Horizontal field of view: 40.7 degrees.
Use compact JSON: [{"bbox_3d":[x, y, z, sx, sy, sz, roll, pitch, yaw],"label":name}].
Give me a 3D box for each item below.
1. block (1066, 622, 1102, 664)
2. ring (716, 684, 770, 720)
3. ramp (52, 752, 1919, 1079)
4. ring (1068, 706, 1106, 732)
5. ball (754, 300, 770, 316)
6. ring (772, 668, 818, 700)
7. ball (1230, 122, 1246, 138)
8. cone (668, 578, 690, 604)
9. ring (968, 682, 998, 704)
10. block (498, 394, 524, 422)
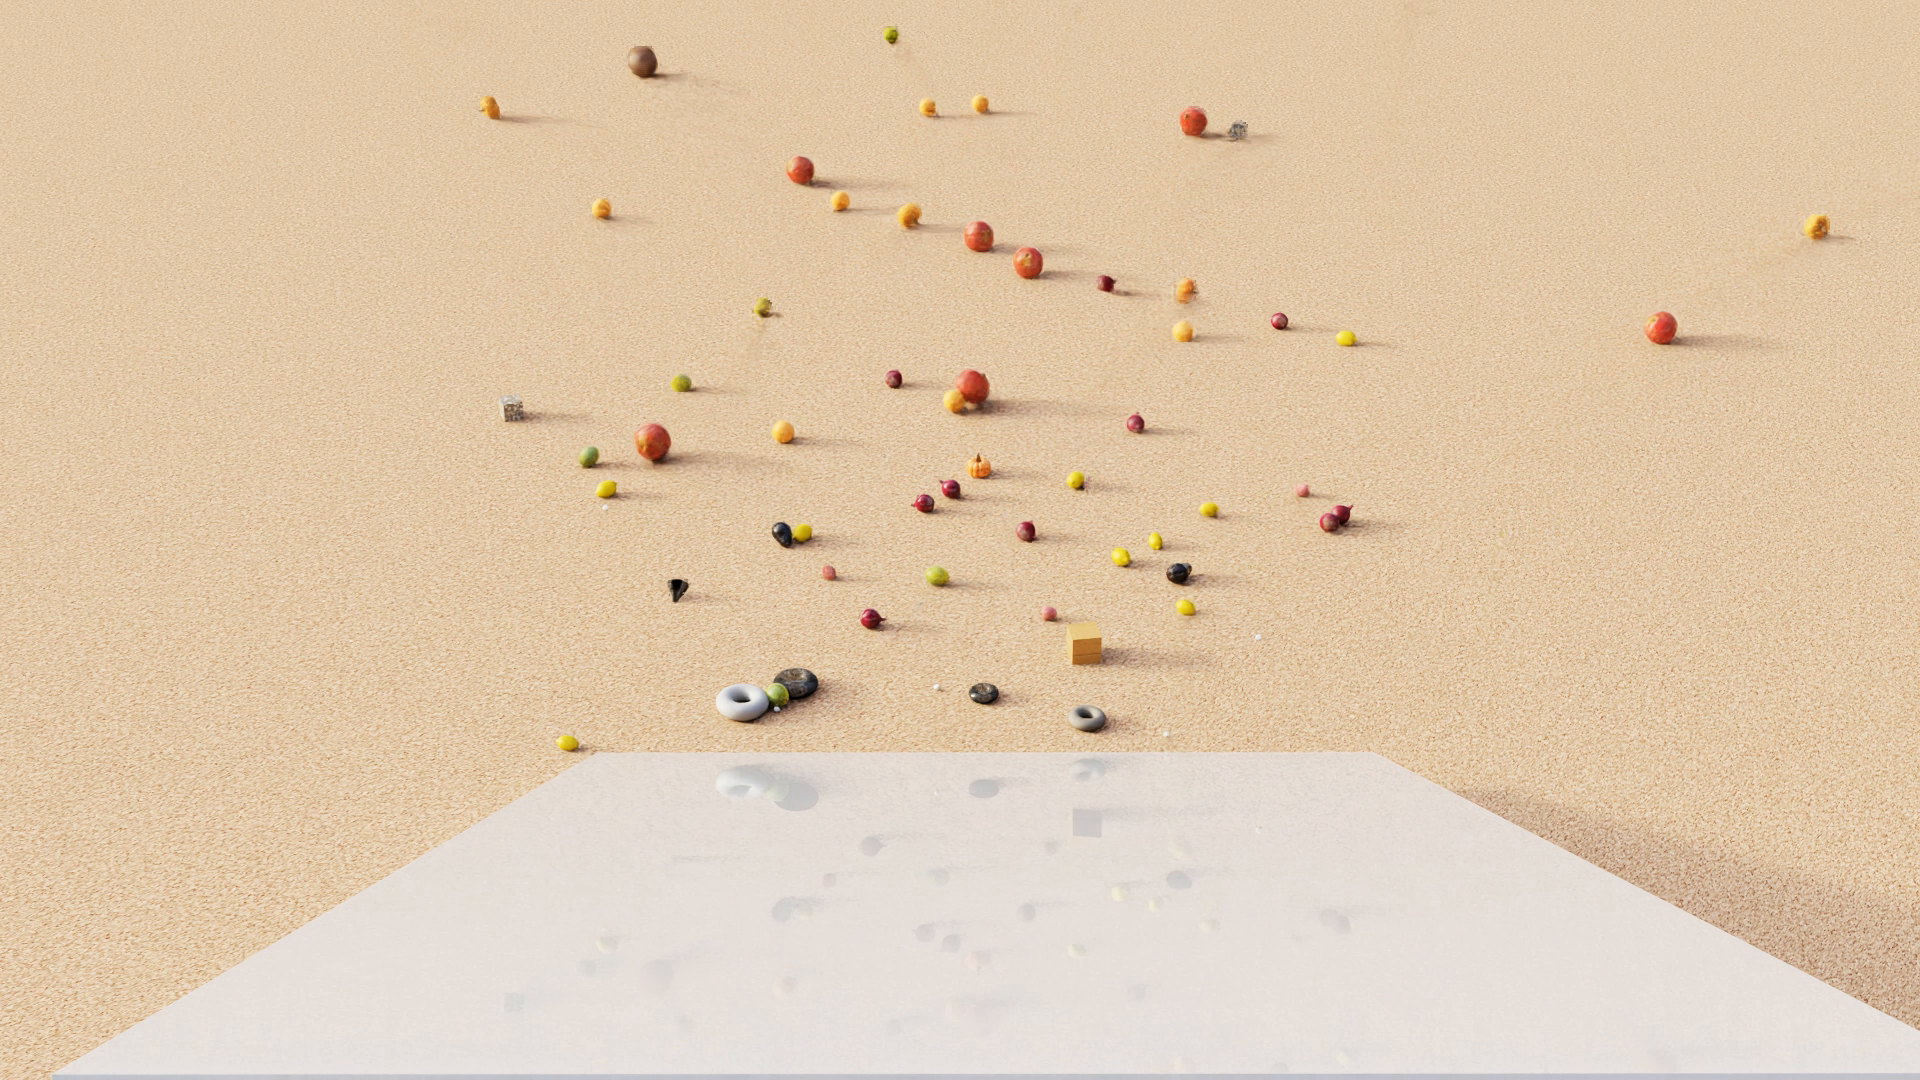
[{"bbox_3d":[0.344,0.288,7.196,0.082,0.082,0.082,-5,30,-9],"label":"block"},{"bbox_3d":[-0.586,0.437,6.971,0.144,0.048,0.144,1,30,-1],"label":"ring"},{"bbox_3d":[0.067,0.597,4.654,2.000,0.100,4.000,0,0,0],"label":"ramp"},{"bbox_3d":[0.339,0.476,6.917,0.101,0.034,0.101,1,29,-1],"label":"ring"},{"bbox_3d":[-0.698,-0.819,9.142,0.059,0.059,0.059,0,30,0],"label":"ball"},{"bbox_3d":[-0.449,0.391,7.057,0.125,0.042,0.125,-1,31,0],"label":"ring"},{"bbox_3d":[1.143,-1.683,10.636,0.066,0.066,0.066,0,30,0],"label":"ball"},{"bbox_3d":[-0.820,0.157,7.476,0.065,0.065,0.065,4,57,6],"label":"cone"},{"bbox_3d":[0.064,0.416,7.028,0.083,0.028,0.083,-1,30,1],"label":"ring"},{"bbox_3d":[-1.468,-0.432,8.466,0.063,0.063,0.063,-12,32,-19],"label":"block"}]
